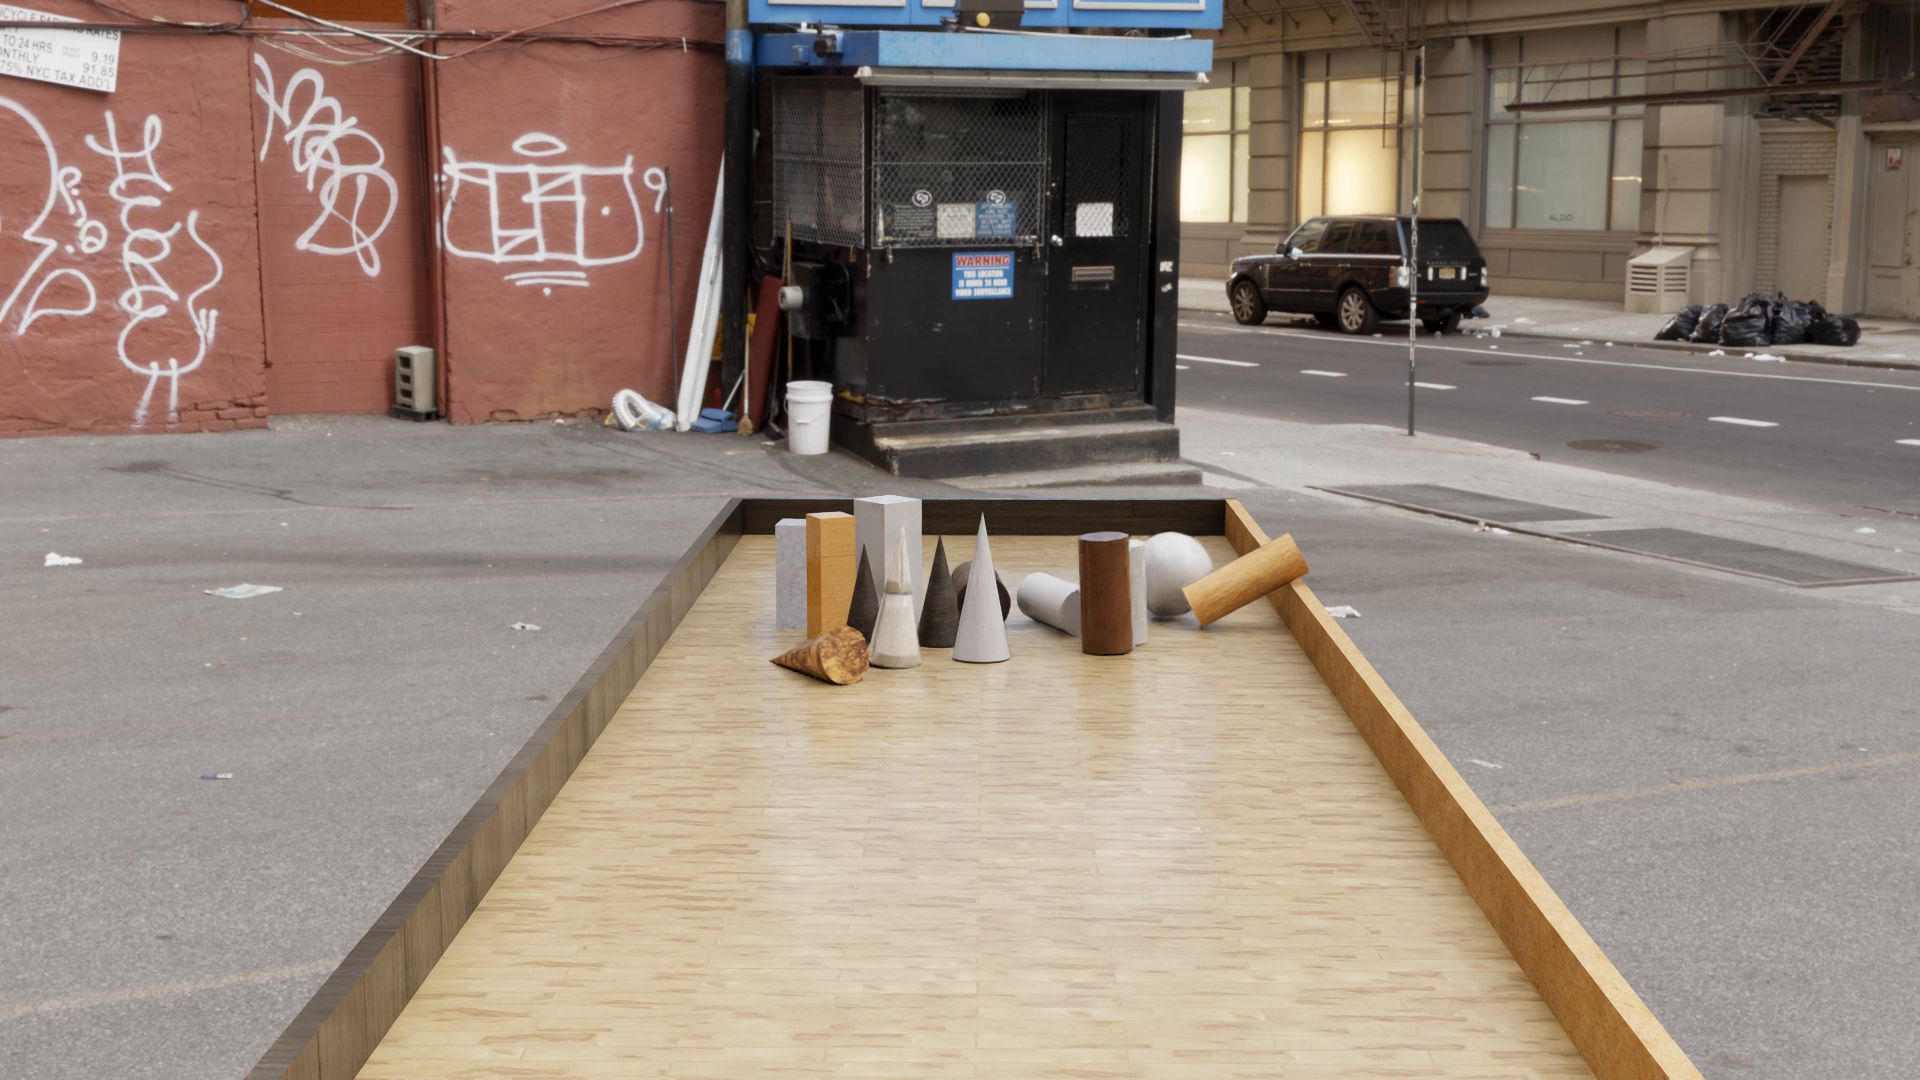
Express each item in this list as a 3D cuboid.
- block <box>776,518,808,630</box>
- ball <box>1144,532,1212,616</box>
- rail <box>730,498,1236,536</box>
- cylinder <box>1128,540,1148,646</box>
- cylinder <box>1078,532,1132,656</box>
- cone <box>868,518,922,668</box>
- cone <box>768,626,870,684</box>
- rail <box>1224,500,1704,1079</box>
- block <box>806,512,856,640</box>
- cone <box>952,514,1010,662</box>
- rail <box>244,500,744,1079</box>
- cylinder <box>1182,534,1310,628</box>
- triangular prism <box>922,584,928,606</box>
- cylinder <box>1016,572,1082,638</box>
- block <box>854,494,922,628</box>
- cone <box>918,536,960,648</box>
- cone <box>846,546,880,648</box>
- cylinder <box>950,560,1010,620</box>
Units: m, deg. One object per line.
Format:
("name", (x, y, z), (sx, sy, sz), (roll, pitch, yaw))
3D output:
("block", (-0.522, 0.111, 7.213), (0.141, 0.343, 0.141), (1, 9, 5))
("ball", (0.706, 0.115, 7.377), (0.283, 0.283, 0.283), (0, 9, 0))
("rail", (0.099, -0.098, 9.147), (2.100, 0.150, 0.050), (0, 9, 1))
("cylinder", (0.515, 0.166, 6.938), (0.145, 0.314, 0.145), (-3, 11, 0))
("cylinder", (0.449, 0.165, 6.798), (0.156, 0.359, 0.156), (-3, 10, 1))
("cone", (-0.186, 0.152, 6.615), (0.169, 0.439, 0.169), (4, 9, -1))
("cone", (-0.457, 0.351, 6.529), (0.171, 0.171, 0.409), (-7, 0, -38))
("rail", (1.046, 0.843, 3.208), (0.050, 0.150, 12.000), (0, 9, 1))
("block", (-0.408, 0.121, 6.960), (0.118, 0.403, 0.118), (-4, 10, -26))
("cone", (0.067, 0.135, 6.703), (0.178, 0.448, 0.178), (0, 6, 0))
("rail", (-1.004, 0.839, 3.234), (0.050, 0.150, 12.000), (0, 9, 1))
("cylinder", (0.931, 0.132, 7.176), (0.391, 0.146, 0.146), (-28, 8, 5))
("triangular prism", (-0.108, 0.199, 7.460), (0.100, 0.087, 0.392), (-3, 10, -20))
("cylinder", (0.326, 0.209, 7.177), (0.160, 0.160, 0.330), (-4, 10, -23))
("block", (-0.235, 0.076, 7.185), (0.157, 0.421, 0.157), (-8, 12, -41))
("cone", (-0.063, 0.150, 6.926), (0.162, 0.355, 0.162), (0, 9, 0))
("cone", (-0.293, 0.179, 6.761), (0.157, 0.349, 0.157), (0, 9, 0))
("cylinder", (0.063, 0.182, 7.299), (0.177, 0.177, 0.341), (-1, 9, -5))
